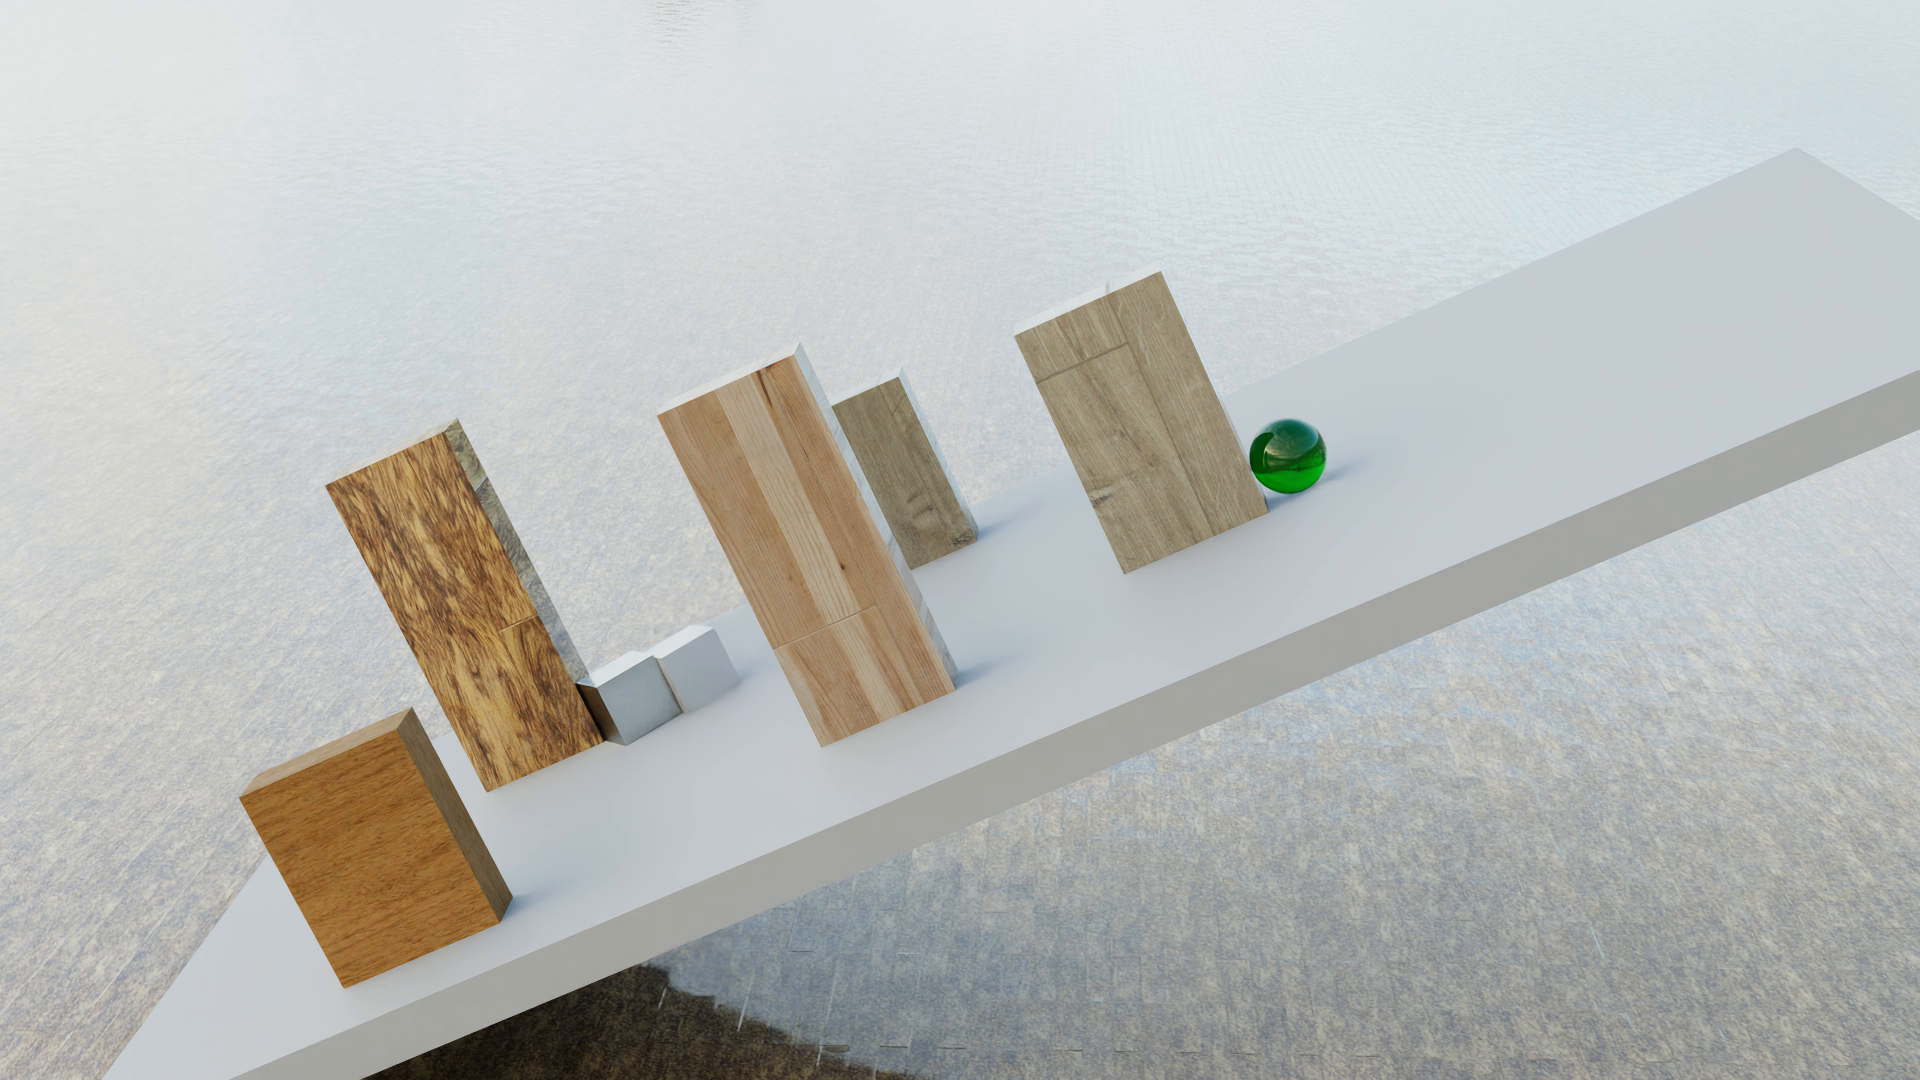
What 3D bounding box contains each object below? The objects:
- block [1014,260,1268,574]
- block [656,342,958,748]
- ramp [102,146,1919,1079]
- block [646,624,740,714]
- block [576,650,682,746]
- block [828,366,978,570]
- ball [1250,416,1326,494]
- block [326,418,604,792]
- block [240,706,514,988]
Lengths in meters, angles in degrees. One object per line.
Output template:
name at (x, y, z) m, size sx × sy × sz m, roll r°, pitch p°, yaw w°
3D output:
block at (0.373, -0.251, 6.037) m, size 0.324 × 0.549 × 0.127 m, roll -23°, pitch 13°, yaw 9°
block at (-0.295, 0.012, 5.817) m, size 0.296 × 0.744 × 0.123 m, roll -23°, pitch 13°, yaw 9°
ramp at (0.134, 0.169, 6.283) m, size 4.000 × 0.100 × 2.000 m, roll -23°, pitch 13°, yaw 9°
block at (-0.610, 0.291, 6.655) m, size 0.142 × 0.142 × 0.142 m, roll -31°, pitch 14°, yaw -22°
block at (-0.747, 0.356, 6.637) m, size 0.151 × 0.151 × 0.151 m, roll -31°, pitch 14°, yaw -22°
block at (-0.170, -0.150, 6.915) m, size 0.266 × 0.434 × 0.120 m, roll -23°, pitch 13°, yaw 9°
ball at (0.674, -0.174, 6.044) m, size 0.159 × 0.159 × 0.159 m, roll 0°, pitch 15°, yaw 0°
block at (-1.109, 0.150, 6.685) m, size 0.302 × 0.795 × 0.139 m, roll -23°, pitch 13°, yaw 9°
block at (-1.140, 0.603, 5.759) m, size 0.346 × 0.436 × 0.134 m, roll -23°, pitch 13°, yaw 9°
